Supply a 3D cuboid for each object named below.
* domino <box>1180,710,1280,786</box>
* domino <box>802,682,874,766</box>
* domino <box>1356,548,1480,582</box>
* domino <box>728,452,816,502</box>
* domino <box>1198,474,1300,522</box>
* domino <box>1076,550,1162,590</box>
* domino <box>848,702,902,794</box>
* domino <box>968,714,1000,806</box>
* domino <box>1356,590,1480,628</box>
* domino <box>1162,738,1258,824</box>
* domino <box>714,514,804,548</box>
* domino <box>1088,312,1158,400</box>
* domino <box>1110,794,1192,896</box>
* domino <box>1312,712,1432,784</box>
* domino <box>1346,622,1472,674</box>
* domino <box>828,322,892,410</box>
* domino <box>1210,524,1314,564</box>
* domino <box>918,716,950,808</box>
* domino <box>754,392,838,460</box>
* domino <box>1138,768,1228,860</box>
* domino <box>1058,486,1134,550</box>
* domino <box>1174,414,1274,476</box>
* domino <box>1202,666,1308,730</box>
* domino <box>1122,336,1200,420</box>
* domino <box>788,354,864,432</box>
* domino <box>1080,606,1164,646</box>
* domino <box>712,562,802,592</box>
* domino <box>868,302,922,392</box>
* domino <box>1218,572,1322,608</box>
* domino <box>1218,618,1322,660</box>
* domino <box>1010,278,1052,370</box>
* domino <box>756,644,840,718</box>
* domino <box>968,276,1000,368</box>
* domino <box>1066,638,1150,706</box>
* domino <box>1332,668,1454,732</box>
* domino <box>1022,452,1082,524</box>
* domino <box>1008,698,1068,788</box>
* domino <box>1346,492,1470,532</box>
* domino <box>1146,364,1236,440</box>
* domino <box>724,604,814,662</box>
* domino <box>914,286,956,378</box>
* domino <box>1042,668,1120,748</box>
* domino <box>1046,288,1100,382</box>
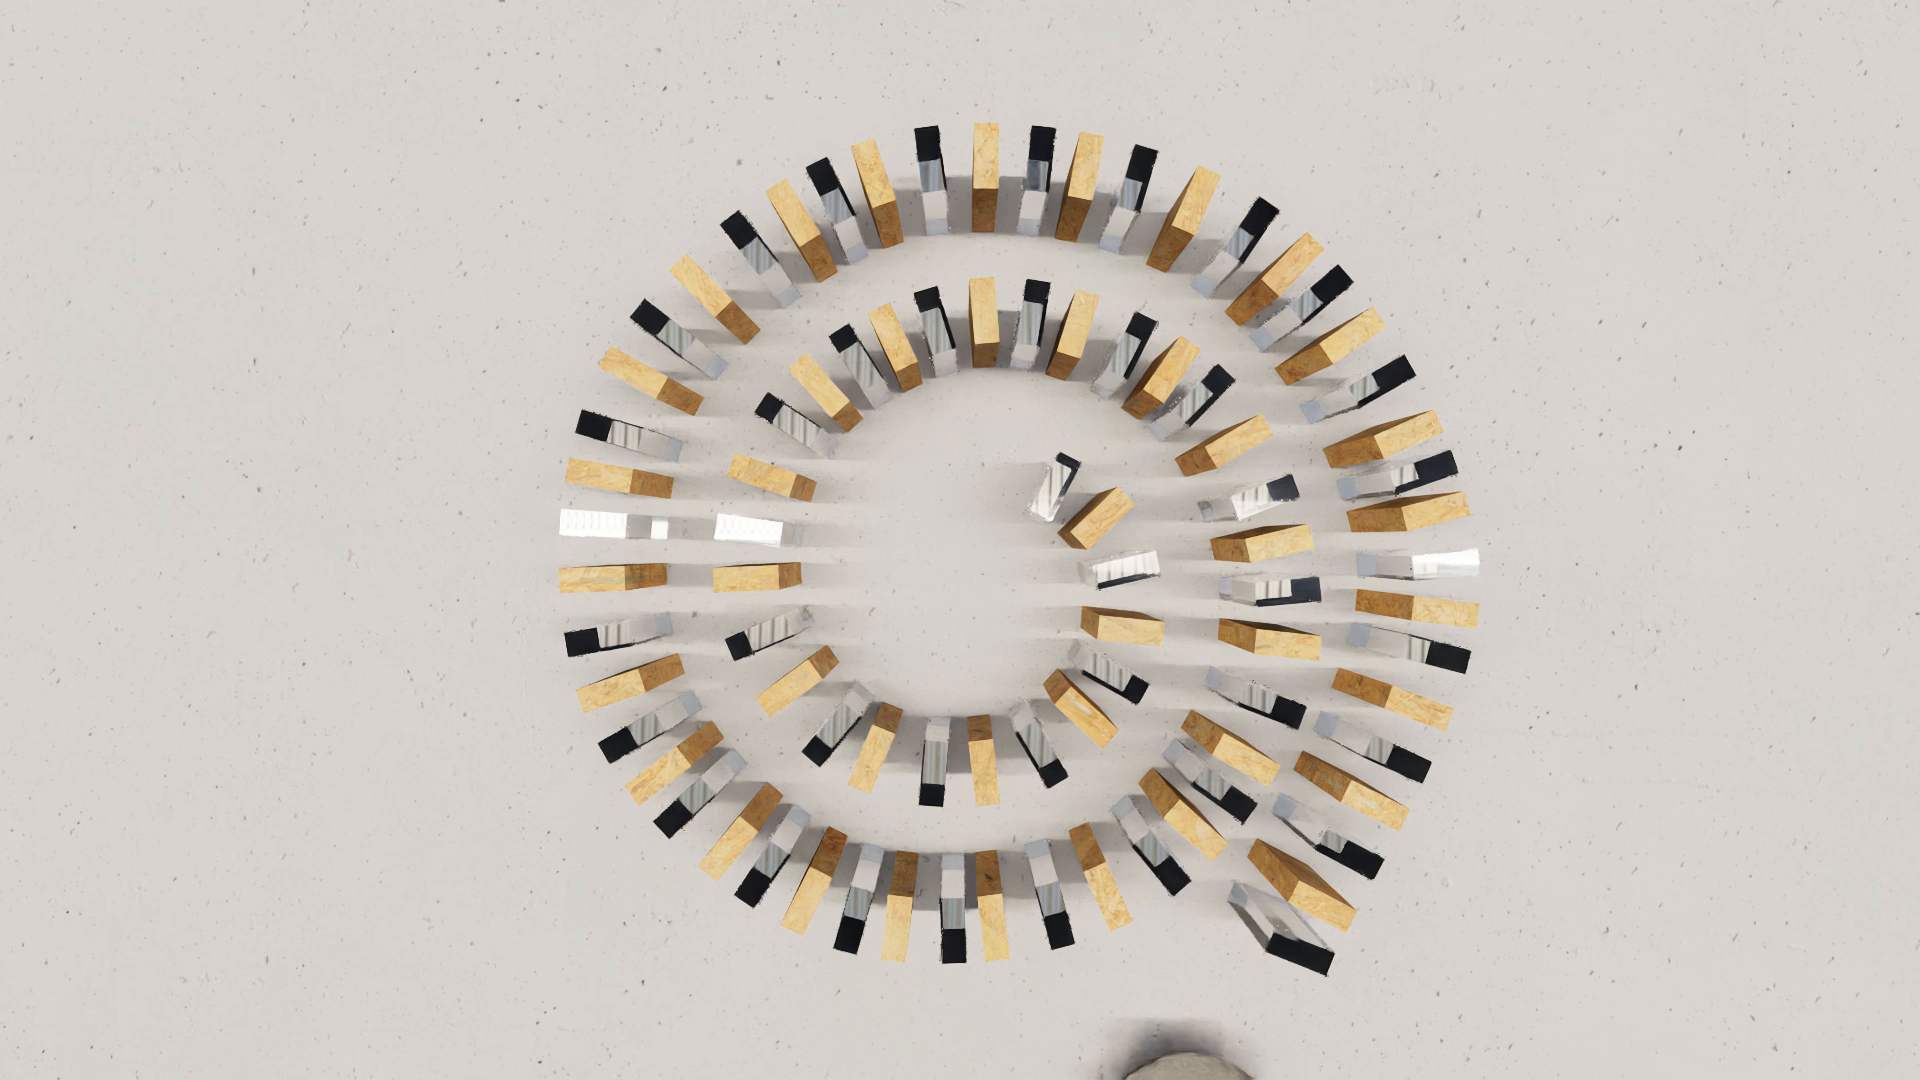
[{"bbox_3d":[0.109,0.084,0.375,0.025,0.050,0.009,30,90,0],"label":"domino"},{"bbox_3d":[-0.049,0.074,0.375,0.009,0.050,0.025,40,90,0],"label":"domino"},{"bbox_3d":[0.186,0.010,0.375,0.025,0.050,0.009,-5,90,0],"label":"domino"},{"bbox_3d":[-0.076,-0.025,0.375,0.025,0.050,0.010,19,90,0],"label":"domino"},{"bbox_3d":[0.117,-0.016,0.375,0.025,0.050,0.010,-20,90,0],"label":"domino"},{"bbox_3d":[0.064,0.012,0.375,0.025,0.050,0.009,-13,90,0],"label":"domino"},{"bbox_3d":[-0.034,0.084,0.375,0.009,0.050,0.025,22,90,0],"label":"domino"},{"bbox_3d":[0.009,0.089,0.375,0.009,0.050,0.025,-7,90,0],"label":"domino"},{"bbox_3d":[0.185,0.028,0.375,0.025,0.050,0.009,7,90,0],"label":"domino"},{"bbox_3d":[0.101,0.097,0.375,0.025,0.050,0.010,35,90,0],"label":"domino"},{"bbox_3d":[-0.081,-0.004,0.375,0.025,0.050,0.010,8,90,0],"label":"domino"},{"bbox_3d":[0.066,-0.074,0.375,0.009,0.050,0.025,27,90,0],"label":"domino"},{"bbox_3d":[0.077,0.124,0.375,0.009,0.050,0.025,-39,90,0],"label":"domino"},{"bbox_3d":[0.167,0.084,0.375,0.025,0.050,0.009,24,90,0],"label":"domino"},{"bbox_3d":[0.182,0.044,0.375,0.025,0.050,0.010,15,90,0],"label":"domino"},{"bbox_3d":[-0.040,-0.070,0.375,0.009,0.050,0.025,-32,90,0],"label":"domino"},{"bbox_3d":[0.122,0.001,0.375,0.025,0.050,0.009,-13,90,0],"label":"domino"},{"bbox_3d":[-0.010,0.089,0.375,0.010,0.050,0.025,5,90,0],"label":"domino"},{"bbox_3d":[-0.066,-0.046,0.375,0.025,0.050,0.009,33,90,0],"label":"domino"},{"bbox_3d":[0.090,0.111,0.375,0.025,0.050,0.009,42,90,0],"label":"domino"},{"bbox_3d":[0.055,-0.008,0.375,0.025,0.050,0.009,-44,90,0],"label":"domino"},{"bbox_3d":[0.107,-0.038,0.375,0.025,0.050,0.009,-31,90,0],"label":"domino"},{"bbox_3d":[0.119,0.064,0.375,0.025,0.050,0.009,21,90,0],"label":"domino"},{"bbox_3d":[0.081,-0.065,0.375,0.010,0.050,0.025,35,90,0],"label":"domino"},{"bbox_3d":[-0.054,-0.059,0.375,0.010,0.050,0.025,-42,90,0],"label":"domino"},{"bbox_3d":[0.065,0.035,0.375,0.025,0.050,0.009,6,90,0],"label":"domino"},{"bbox_3d":[-0.082,0.015,0.375,0.025,0.050,0.009,-2,90,0],"label":"domino"},{"bbox_3d":[-0.026,-0.078,0.375,0.010,0.050,0.025,-25,90,0],"label":"domino"},{"bbox_3d":[0.125,0.020,0.375,0.025,0.050,0.009,-5,90,0],"label":"domino"},{"bbox_3d":[0.125,0.040,0.375,0.025,0.050,0.009,6,90,0],"label":"domino"},{"bbox_3d":[0.028,-0.087,0.375,0.010,0.050,0.025,9,90,0],"label":"domino"},{"bbox_3d":[-0.065,0.057,0.375,0.025,0.050,0.009,-36,90,0],"label":"domino"},{"bbox_3d":[0.009,-0.088,0.375,0.010,0.050,0.025,-5,90,0],"label":"domino"},{"bbox_3d":[0.059,0.053,0.375,0.025,0.050,0.009,30,90,0],"label":"domino"},{"bbox_3d":[0.175,0.064,0.375,0.025,0.050,0.010,21,90,0],"label":"domino"},{"bbox_3d":[0.037,-0.021,0.375,0.009,0.050,0.025,27,90,0],"label":"domino"},{"bbox_3d":[0.031,0.082,0.375,0.009,0.050,0.025,-30,90,0],"label":"domino"},{"bbox_3d":[0.182,-0.011,0.375,0.025,0.050,0.010,-14,90,0],"label":"domino"},{"bbox_3d":[0.093,-0.055,0.375,0.009,0.050,0.025,44,90,0],"label":"domino"},{"bbox_3d":[-0.077,0.037,0.375,0.025,0.050,0.010,-23,90,0],"label":"domino"},{"bbox_3d":[-0.010,-0.084,0.375,0.009,0.050,0.025,-17,90,0],"label":"domino"},{"bbox_3d":[0.048,0.068,0.375,0.025,0.050,0.010,42,90,0],"label":"domino"},{"bbox_3d":[0.045,-0.083,0.375,0.010,0.050,0.025,18,90,0],"label":"domino"}]
